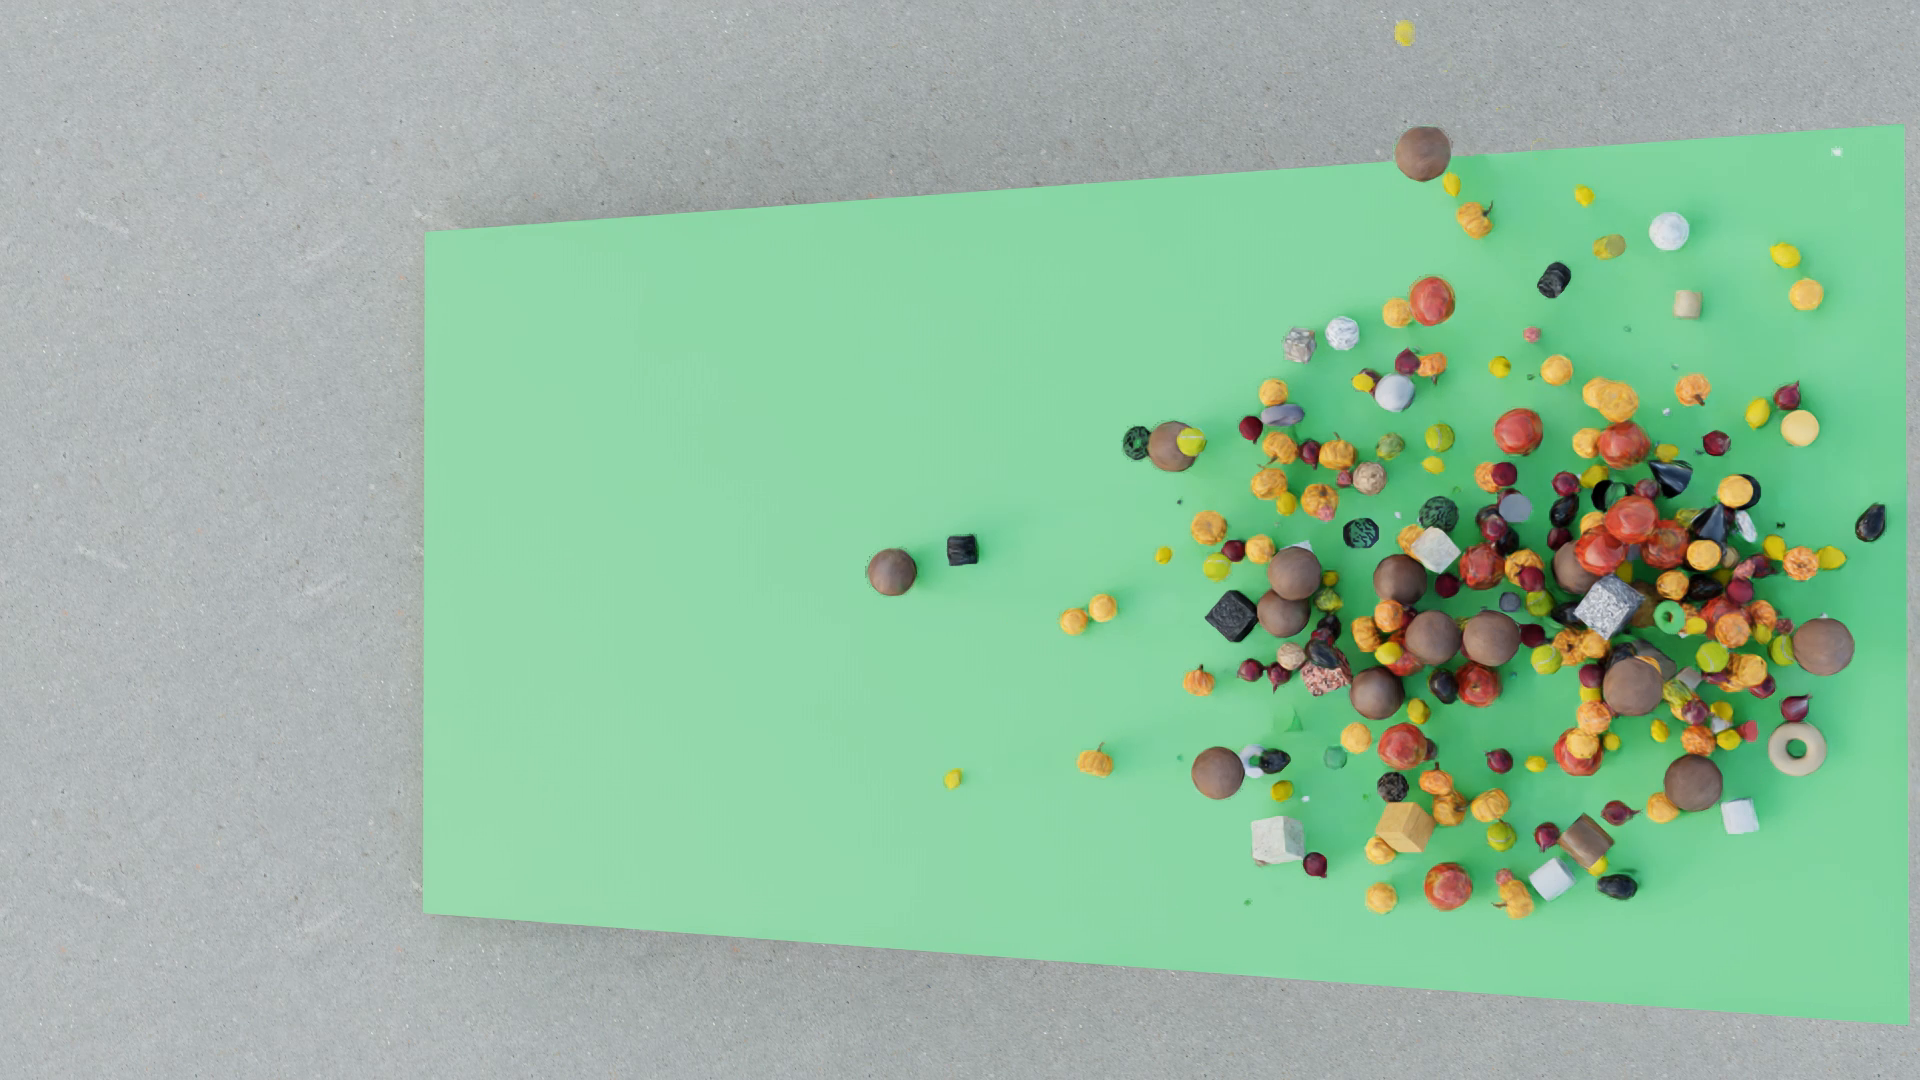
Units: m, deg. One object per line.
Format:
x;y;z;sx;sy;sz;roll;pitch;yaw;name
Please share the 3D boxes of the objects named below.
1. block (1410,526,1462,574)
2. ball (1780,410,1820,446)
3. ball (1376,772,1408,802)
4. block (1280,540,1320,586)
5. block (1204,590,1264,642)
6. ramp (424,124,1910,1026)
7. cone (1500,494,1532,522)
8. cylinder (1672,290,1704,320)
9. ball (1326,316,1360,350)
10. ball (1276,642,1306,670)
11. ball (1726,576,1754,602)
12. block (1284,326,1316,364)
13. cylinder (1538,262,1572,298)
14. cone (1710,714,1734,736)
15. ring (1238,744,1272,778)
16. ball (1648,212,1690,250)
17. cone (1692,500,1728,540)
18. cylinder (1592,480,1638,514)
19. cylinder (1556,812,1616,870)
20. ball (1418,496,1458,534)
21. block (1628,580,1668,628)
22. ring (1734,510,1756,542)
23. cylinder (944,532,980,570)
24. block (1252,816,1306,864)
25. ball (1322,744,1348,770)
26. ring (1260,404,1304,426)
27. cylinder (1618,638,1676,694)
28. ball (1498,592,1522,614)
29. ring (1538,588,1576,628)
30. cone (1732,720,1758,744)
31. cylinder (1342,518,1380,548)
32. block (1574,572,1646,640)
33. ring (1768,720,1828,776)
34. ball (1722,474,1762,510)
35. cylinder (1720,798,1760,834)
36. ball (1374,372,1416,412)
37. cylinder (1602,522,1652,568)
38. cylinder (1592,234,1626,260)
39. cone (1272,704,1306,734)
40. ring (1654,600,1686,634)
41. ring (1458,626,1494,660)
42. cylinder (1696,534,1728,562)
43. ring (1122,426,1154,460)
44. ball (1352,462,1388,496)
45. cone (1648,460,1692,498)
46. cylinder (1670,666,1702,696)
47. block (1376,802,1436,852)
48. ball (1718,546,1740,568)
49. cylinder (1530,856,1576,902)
1.110;0.023;5.136;0.071;0.071;0.071;-43;104;-3;block
1.884;-0.251;4.932;0.081;0.081;0.081;0;89;0;ball
1.040;0.595;5.288;0.075;0.075;0.075;0;89;0;ball
0.828;0.056;5.369;0.076;0.076;0.076;-17;72;7;block
0.679;0.188;5.439;0.092;0.092;0.092;44;105;18;block
0.283;0.085;5.715;4.000;0.100;2.000;0;89;23;ramp
1.298;-0.059;5.124;0.075;0.075;0.075;-8;64;16;cone
1.667;-0.537;5.039;0.060;0.060;0.060;8;93;0;cylinder
0.930;-0.501;5.344;0.083;0.083;0.083;0;89;0;ball
0.801;0.281;5.324;0.068;0.068;0.068;0;89;0;ball
1.768;0.111;4.985;0.061;0.061;0.061;0;89;0;ball
0.831;-0.476;5.371;0.058;0.058;0.058;14;56;26;block
1.387;-0.605;5.129;0.060;0.060;0.060;42;53;0;cylinder
1.720;0.415;4.955;0.053;0.053;0.053;-2;89;15;cone
0.730;0.547;5.448;0.084;0.028;0.084;0;90;22;ring
1.627;-0.708;5.044;0.089;0.089;0.089;0;89;0;ball
1.696;-0.058;4.929;0.085;0.085;0.085;4;46;-4;cone
1.513;-0.098;5.078;0.073;0.073;0.073;8;89;-29;cylinder
1.408;0.679;4.949;0.093;0.093;0.093;-44;75;0;cylinder
1.141;-0.058;5.242;0.093;0.093;0.093;0;89;0;ball
1.560;0.148;5.039;0.080;0.080;0.080;-10;109;-29;block
1.765;-0.031;4.940;0.026;0.077;0.077;-24;89;11;ring
0.004;0.028;5.740;0.073;0.073;0.073;-21;113;0;cylinder
0.775;0.730;5.351;0.091;0.091;0.091;-17;63;38;block
0.913;0.529;5.351;0.061;0.061;0.061;0;89;0;ball
0.788;-0.304;5.373;0.106;0.106;0.035;-4;76;0;ring
1.572;0.288;5.033;0.092;0.092;0.092;-17;127;-24;cylinder
1.299;0.147;5.195;0.051;0.051;0.051;0;89;0;ball
1.399;0.159;5.153;0.094;0.031;0.094;-3;85;40;ring
1.776;0.436;4.999;0.054;0.054;0.054;6;81;-41;cone
0.940;-0.015;5.158;0.071;0.071;0.071;0;89;-4;cylinder
1.471;0.149;4.980;0.096;0.096;0.096;42;126;23;block
1.882;0.469;4.945;0.126;0.042;0.126;0;90;23;ring
1.769;-0.109;4.974;0.082;0.082;0.082;0;89;0;ball
1.765;0.625;4.978;0.070;0.070;0.070;-12;84;0;cylinder
1.046;-0.355;5.285;0.096;0.096;0.096;0;89;0;ball
1.540;0.011;5.078;0.078;0.078;0.078;-35;89;19;cylinder
1.493;-0.674;5.056;0.054;0.054;0.054;0;88;-16;cylinder
0.820;0.455;5.389;0.077;0.077;0.077;30;89;-25;cone
1.604;0.174;4.969;0.026;0.077;0.077;-16;89;-36;ring
1.213;0.242;5.164;0.083;0.028;0.083;-6;75;21;ring
1.703;0.003;4.985;0.066;0.066;0.066;15;47;0;cylinder
0.450;-0.246;5.570;0.087;0.029;0.087;-4;83;35;ring
0.990;-0.149;5.311;0.083;0.083;0.083;0;89;0;ball
1.602;-0.160;5.023;0.095;0.095;0.095;27;89;-24;cone
1.644;0.319;4.978;0.051;0.051;0.051;42;84;0;cylinder
1.062;0.683;5.236;0.087;0.087;0.087;40;65;-23;block
1.748;0.039;5.000;0.051;0.051;0.051;0;89;0;ball
1.385;0.792;5.136;0.077;0.077;0.077;-41;89;18;cylinder
